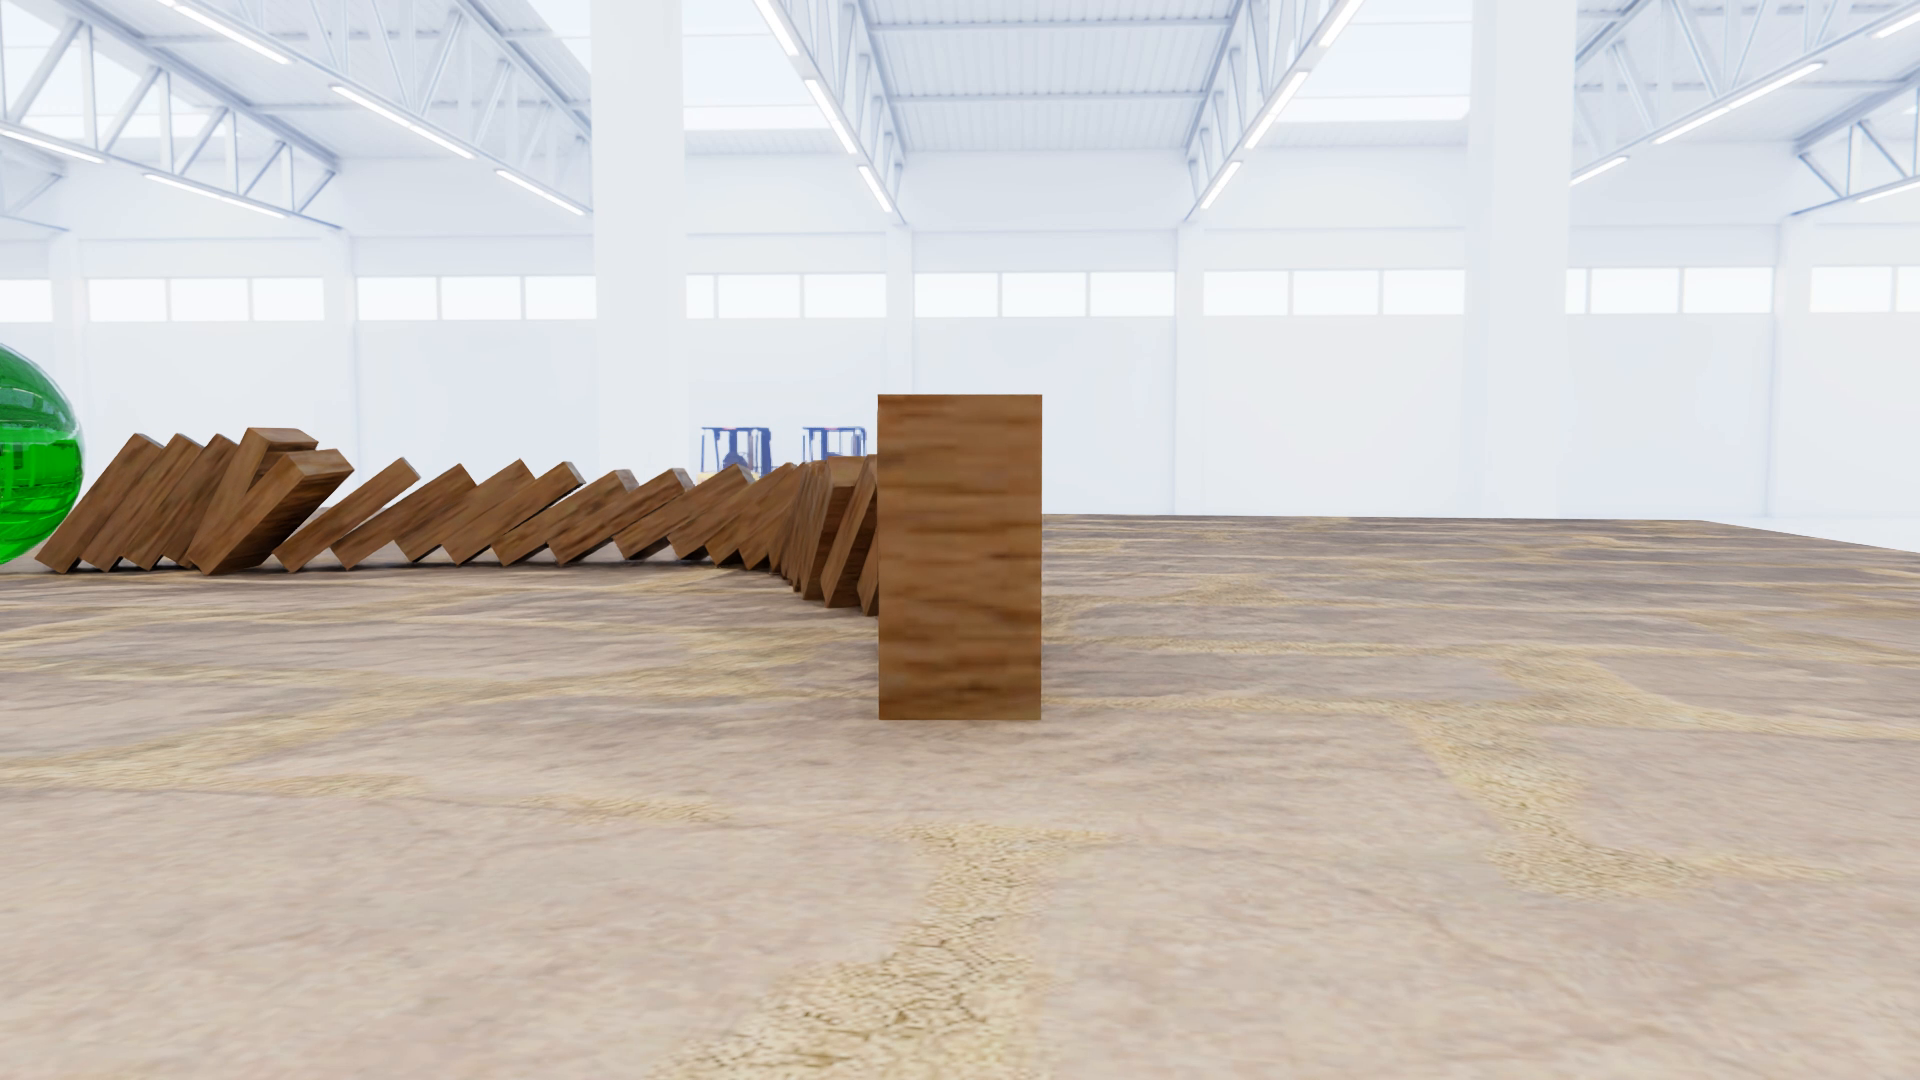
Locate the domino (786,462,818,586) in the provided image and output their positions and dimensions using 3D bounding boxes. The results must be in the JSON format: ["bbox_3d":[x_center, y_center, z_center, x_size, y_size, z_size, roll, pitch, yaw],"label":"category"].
[{"bbox_3d":[-0.034,-0.004,0.369,0.025,0.010,0.050,-1,-32,-18],"label":"domino"}]

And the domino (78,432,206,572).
[{"bbox_3d":[-0.278,-0.013,0.438,0.009,0.050,0.025,37,-13,-24],"label":"domino"}]

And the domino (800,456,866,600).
[{"bbox_3d":[-0.026,-0.002,0.336,0.025,0.010,0.050,-1,-35,-18],"label":"domino"}]

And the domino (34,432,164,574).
[{"bbox_3d":[-0.288,-0.013,0.432,0.010,0.050,0.025,37,-13,-24],"label":"domino"}]

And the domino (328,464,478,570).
[{"bbox_3d":[-0.193,-0.009,0.446,0.050,0.009,0.025,-37,16,-17],"label":"domino"}]

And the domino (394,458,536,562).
[{"bbox_3d":[-0.175,-0.010,0.456,0.050,0.010,0.025,-36,10,-15],"label":"domino"}]

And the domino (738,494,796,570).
[{"bbox_3d":[-0.049,-0.007,0.427,0.050,0.010,0.025,-38,-19,33],"label":"domino"}]

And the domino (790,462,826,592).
[{"bbox_3d":[-0.030,-0.003,0.354,0.025,0.009,0.050,-1,-32,-18],"label":"domino"}]

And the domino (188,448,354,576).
[{"bbox_3d":[-0.225,-0.009,0.419,0.050,0.009,0.025,-41,-1,12],"label":"domino"}]

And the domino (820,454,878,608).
[{"bbox_3d":[-0.017,-0.002,0.322,0.025,0.009,0.050,-2,-37,-24],"label":"domino"}]

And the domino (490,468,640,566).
[{"bbox_3d":[-0.139,-0.008,0.455,0.050,0.010,0.025,-31,5,0],"label":"domino"}]

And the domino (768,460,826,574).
[{"bbox_3d":[-0.041,-0.007,0.405,0.025,0.010,0.050,-1,-32,-28],"label":"domino"}]

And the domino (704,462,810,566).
[{"bbox_3d":[-0.062,-0.009,0.441,0.050,0.010,0.025,-36,-14,24],"label":"domino"}]

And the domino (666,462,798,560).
[{"bbox_3d":[-0.077,-0.010,0.455,0.050,0.009,0.025,-31,-4,4],"label":"domino"}]

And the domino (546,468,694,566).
[{"bbox_3d":[-0.119,-0.009,0.454,0.050,0.009,0.025,-31,3,0],"label":"domino"}]

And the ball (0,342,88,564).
[{"bbox_3d":[-0.327,-0.028,0.410,0.080,0.080,0.080,0,4,0],"label":"ball"}]

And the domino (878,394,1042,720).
[{"bbox_3d":[0.000,0.002,0.201,0.025,0.050,0.009,0,4,0],"label":"domino"}]

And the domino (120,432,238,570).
[{"bbox_3d":[-0.268,-0.014,0.443,0.009,0.050,0.025,37,-13,-24],"label":"domino"}]

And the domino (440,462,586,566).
[{"bbox_3d":[-0.158,-0.010,0.457,0.050,0.010,0.025,-35,9,-7],"label":"domino"}]

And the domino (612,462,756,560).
[{"bbox_3d":[-0.096,-0.010,0.456,0.050,0.009,0.025,-31,-2,0],"label":"domino"}]

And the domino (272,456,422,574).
[{"bbox_3d":[-0.207,-0.009,0.436,0.050,0.010,0.025,-41,17,-14],"label":"domino"}]

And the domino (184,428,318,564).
[{"bbox_3d":[-0.241,-0.014,0.436,0.009,0.050,0.025,31,8,5],"label":"domino"}]

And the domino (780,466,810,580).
[{"bbox_3d":[-0.038,-0.005,0.388,0.025,0.010,0.050,-1,-30,-18],"label":"domino"}]

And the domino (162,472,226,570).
[{"bbox_3d":[-0.257,-0.014,0.448,0.009,0.050,0.025,37,-13,-24],"label":"domino"}]

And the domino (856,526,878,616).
[{"bbox_3d":[-0.006,-0.002,0.307,0.025,0.050,0.009,-2,47,-24],"label":"domino"}]
